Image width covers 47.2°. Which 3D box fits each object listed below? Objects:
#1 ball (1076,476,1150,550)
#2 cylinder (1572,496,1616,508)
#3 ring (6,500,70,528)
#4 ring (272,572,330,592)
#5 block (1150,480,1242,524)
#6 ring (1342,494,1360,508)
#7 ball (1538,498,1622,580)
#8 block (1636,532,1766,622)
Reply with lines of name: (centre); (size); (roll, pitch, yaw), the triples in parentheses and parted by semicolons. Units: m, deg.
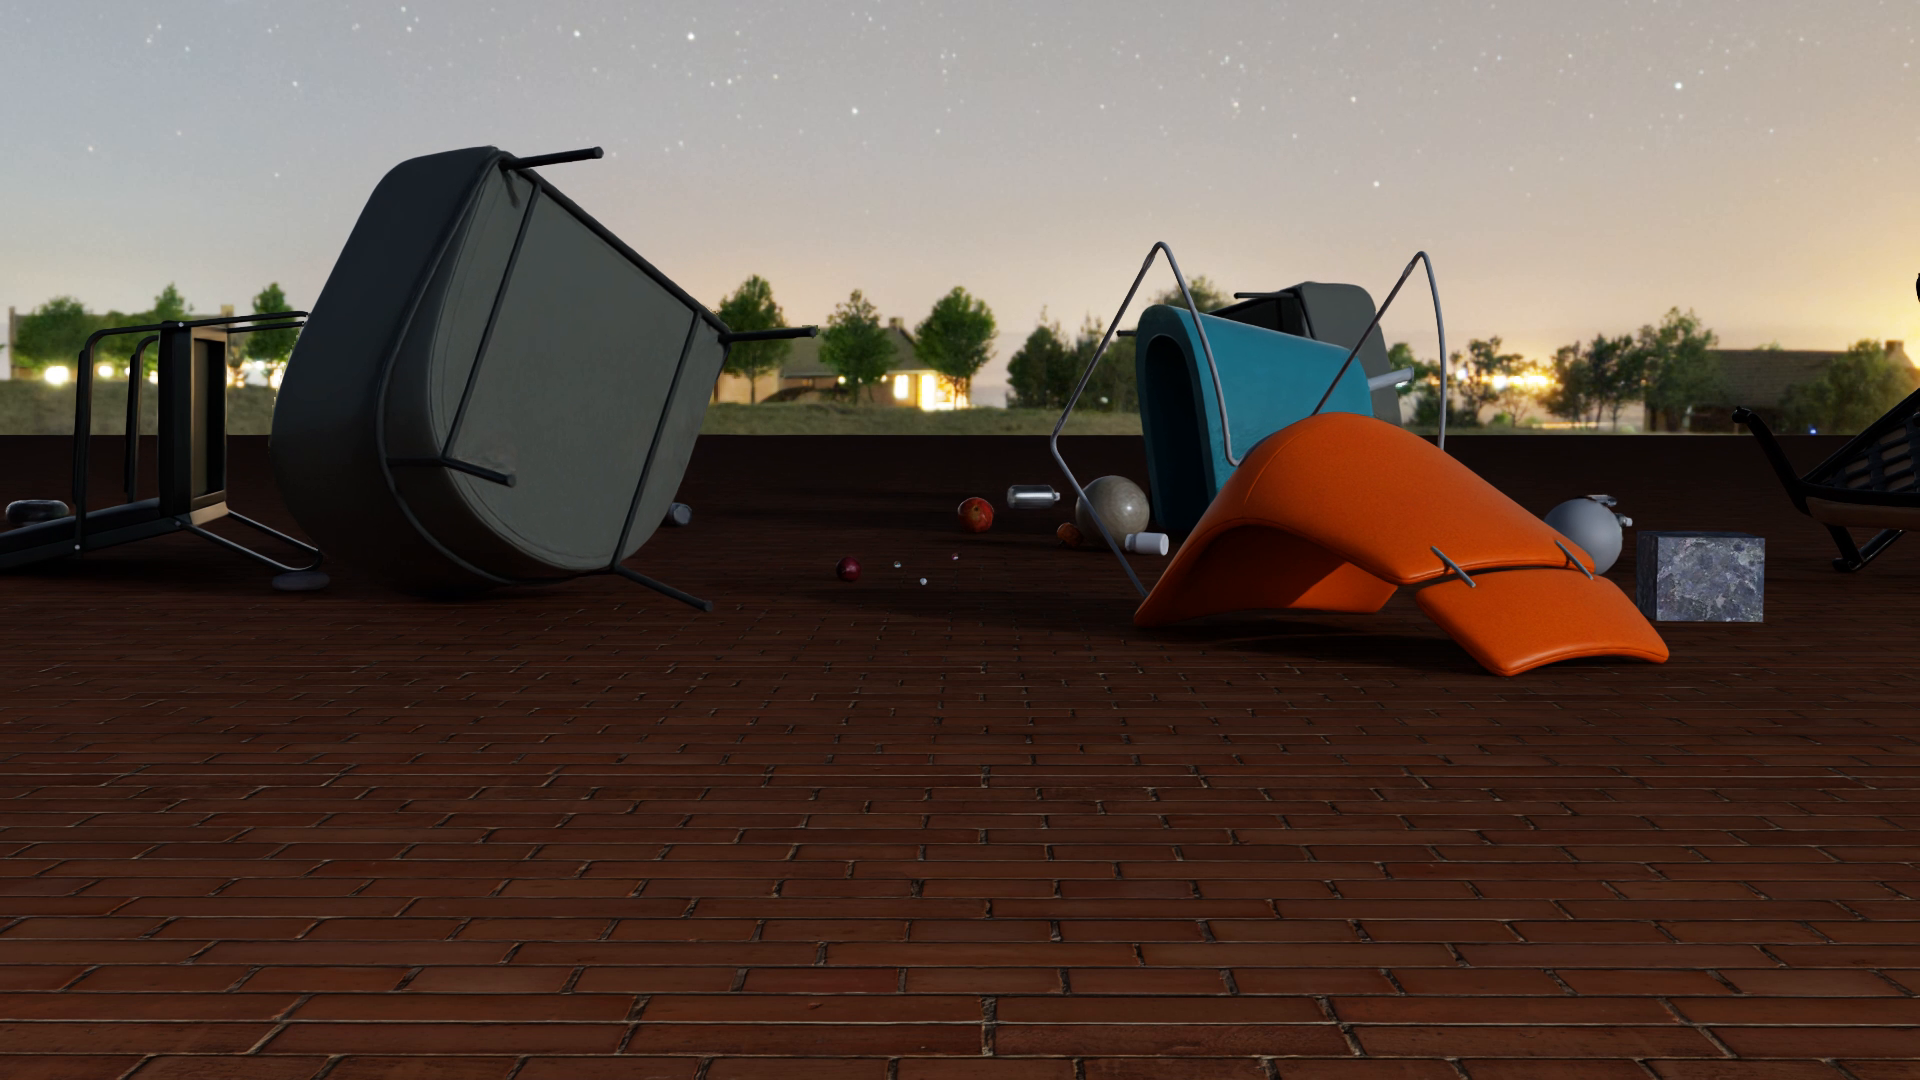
ball: (0.425, -0.076, 6.132); (0.209, 0.209, 0.209); (0, 4, 0)
cylinder: (2.401, -0.146, 8.332); (0.118, 0.046, 0.121); (-3, 4, -35)
ring: (-3.031, -0.087, 7.227); (0.196, 0.082, 0.345); (-1, 3, -22)
ring: (-1.477, 0.093, 4.928); (0.116, 0.036, 0.150); (0, 4, 11)
block: (0.801, -0.132, 7.474); (0.262, 0.136, 0.174); (4, 5, 42)
ring: (1.485, -0.149, 8.365); (0.069, 0.050, 0.088); (2, 5, 2)
ball: (1.465, -0.002, 5.190); (0.191, 0.191, 0.191); (0, 4, 0)
block: (1.459, 0.070, 4.343); (0.200, 0.162, 0.193); (0, 4, 5)
